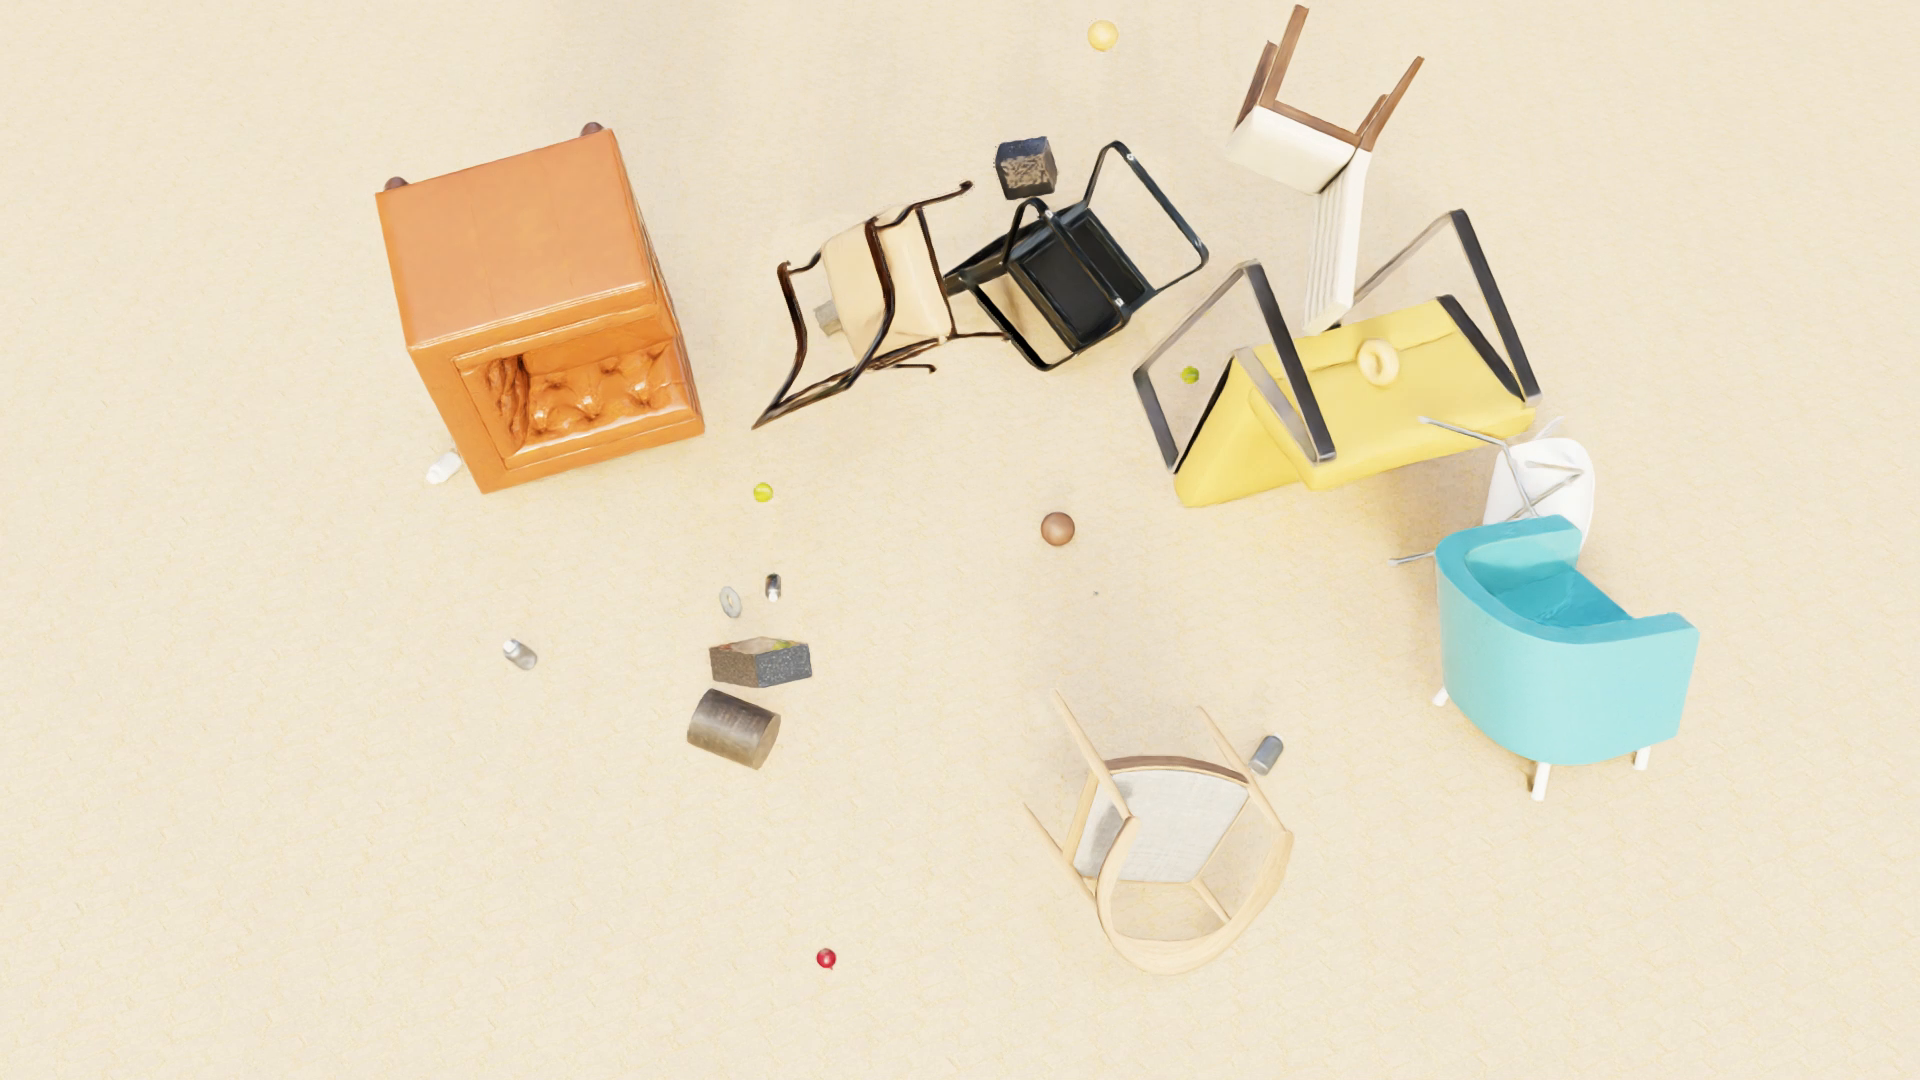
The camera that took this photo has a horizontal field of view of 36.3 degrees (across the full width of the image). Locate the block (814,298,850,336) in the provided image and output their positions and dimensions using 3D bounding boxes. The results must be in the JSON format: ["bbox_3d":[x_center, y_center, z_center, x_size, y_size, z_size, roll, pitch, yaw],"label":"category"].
[{"bbox_3d":[-0.537,-0.927,12.214,0.104,0.076,0.106,-29,56,9],"label":"block"}]

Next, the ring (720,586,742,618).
[{"bbox_3d":[-0.820,0.223,10.489,0.102,0.130,0.029,18,37,39],"label":"ring"}]

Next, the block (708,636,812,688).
[{"bbox_3d":[-0.587,0.359,8.617,0.181,0.100,0.278,-12,9,-33],"label":"block"}]

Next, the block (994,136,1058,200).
[{"bbox_3d":[0.288,-1.609,12.697,0.215,0.195,0.157,-7,40,17],"label":"block"}]

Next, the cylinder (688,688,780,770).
[{"bbox_3d":[-0.752,0.629,9.761,0.244,0.192,0.219,20,28,11],"label":"cylinder"}]

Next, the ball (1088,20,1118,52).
[{"bbox_3d":[0.601,-2.122,12.334,0.132,0.132,0.132,0,33,0],"label":"ball"}]

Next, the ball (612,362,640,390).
[{"bbox_3d":[-1.350,-0.663,11.847,0.113,0.113,0.113,0,33,0],"label":"ball"}]

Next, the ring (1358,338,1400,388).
[{"bbox_3d":[1.490,-0.629,10.427,0.076,0.161,0.186,-10,64,-37],"label":"ring"}]
